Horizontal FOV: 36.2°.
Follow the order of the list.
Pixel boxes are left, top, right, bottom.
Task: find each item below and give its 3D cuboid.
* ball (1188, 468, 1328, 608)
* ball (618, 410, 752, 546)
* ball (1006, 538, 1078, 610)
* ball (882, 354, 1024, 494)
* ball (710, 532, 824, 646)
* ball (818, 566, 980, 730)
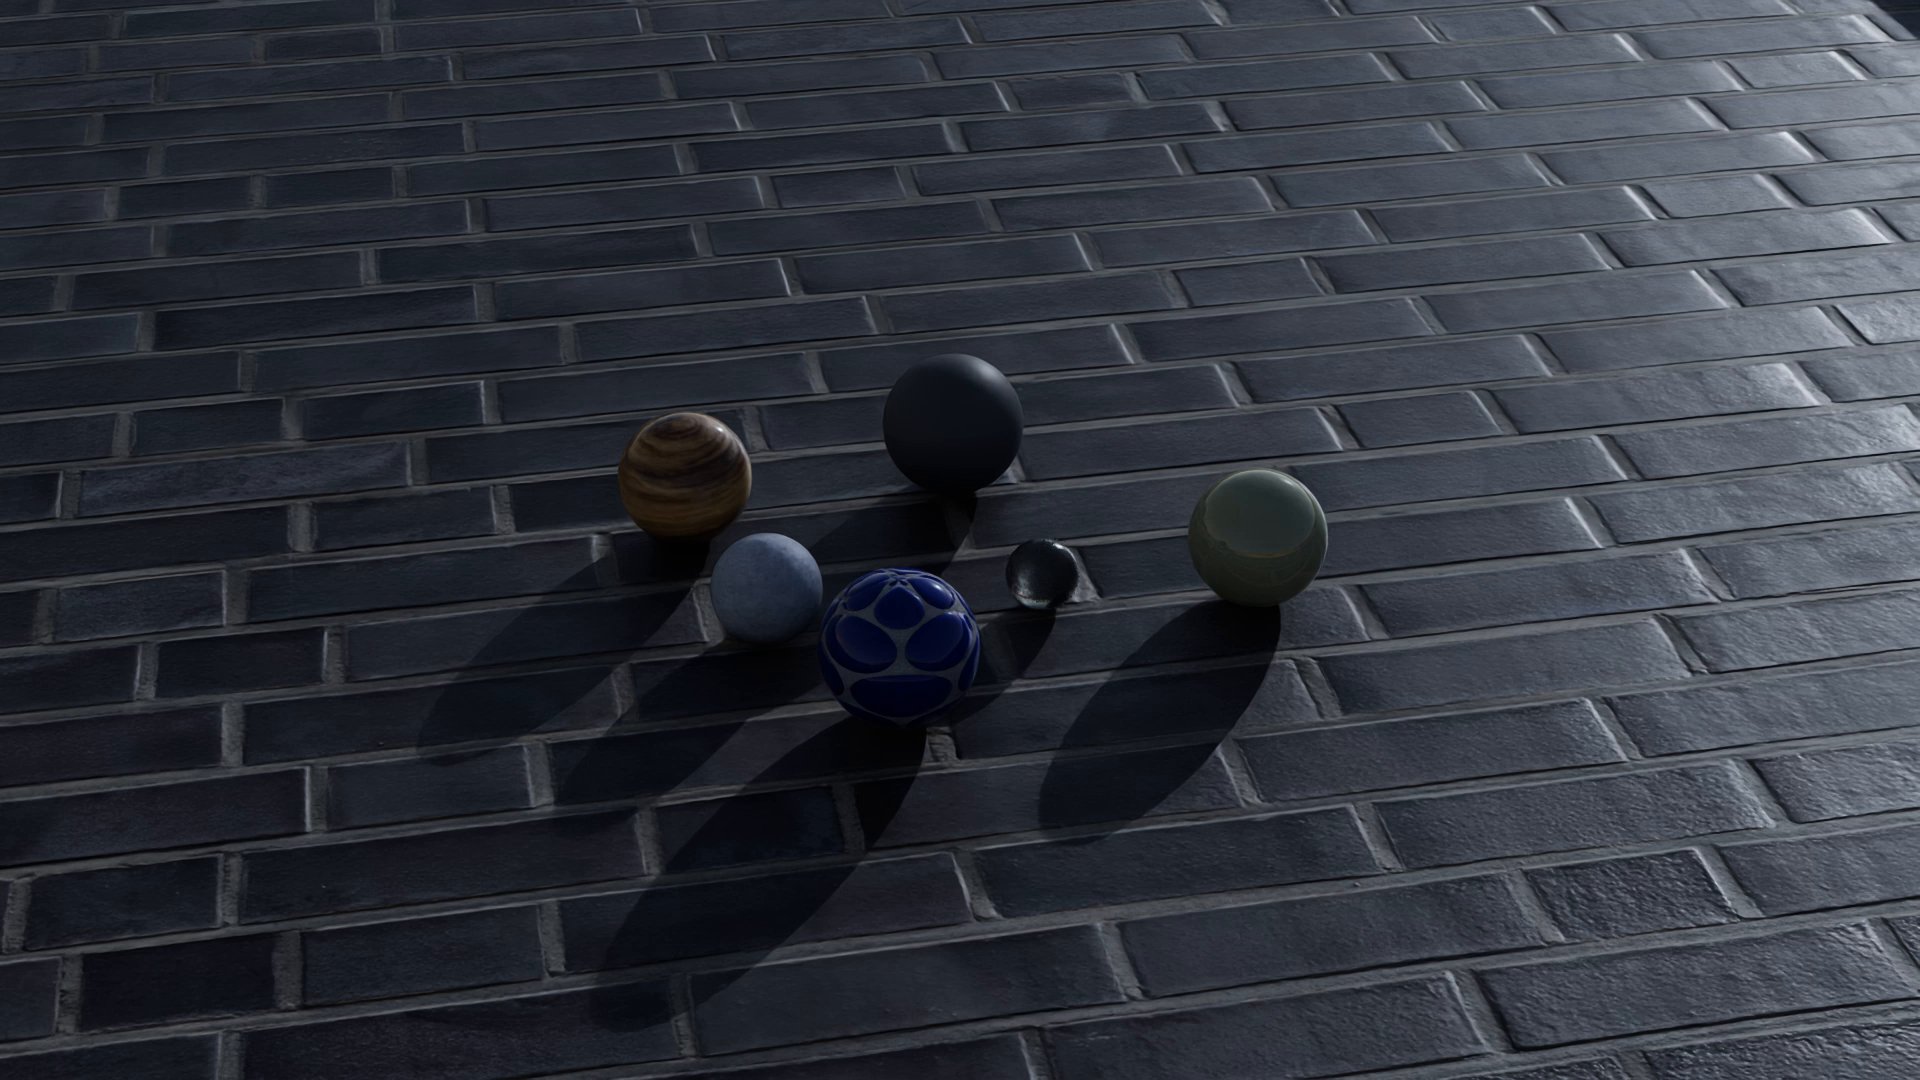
[{"bbox_3d":[0.163,-0.001,1.614,0.077,0.077,0.077,0,32,0],"label":"ball"},{"bbox_3d":[-0.156,-0.035,1.670,0.076,0.076,0.076,0,32,0],"label":"ball"},{"bbox_3d":[0.045,0.019,1.616,0.040,0.040,0.040,0,32,0],"label":"ball"},{"bbox_3d":[-0.004,-0.068,1.716,0.083,0.083,0.083,0,32,0],"label":"ball"},{"bbox_3d":[-0.104,0.027,1.584,0.061,0.061,0.061,0,32,0],"label":"ball"},{"bbox_3d":[-0.031,0.056,1.515,0.084,0.084,0.084,0,32,0],"label":"ball"}]
